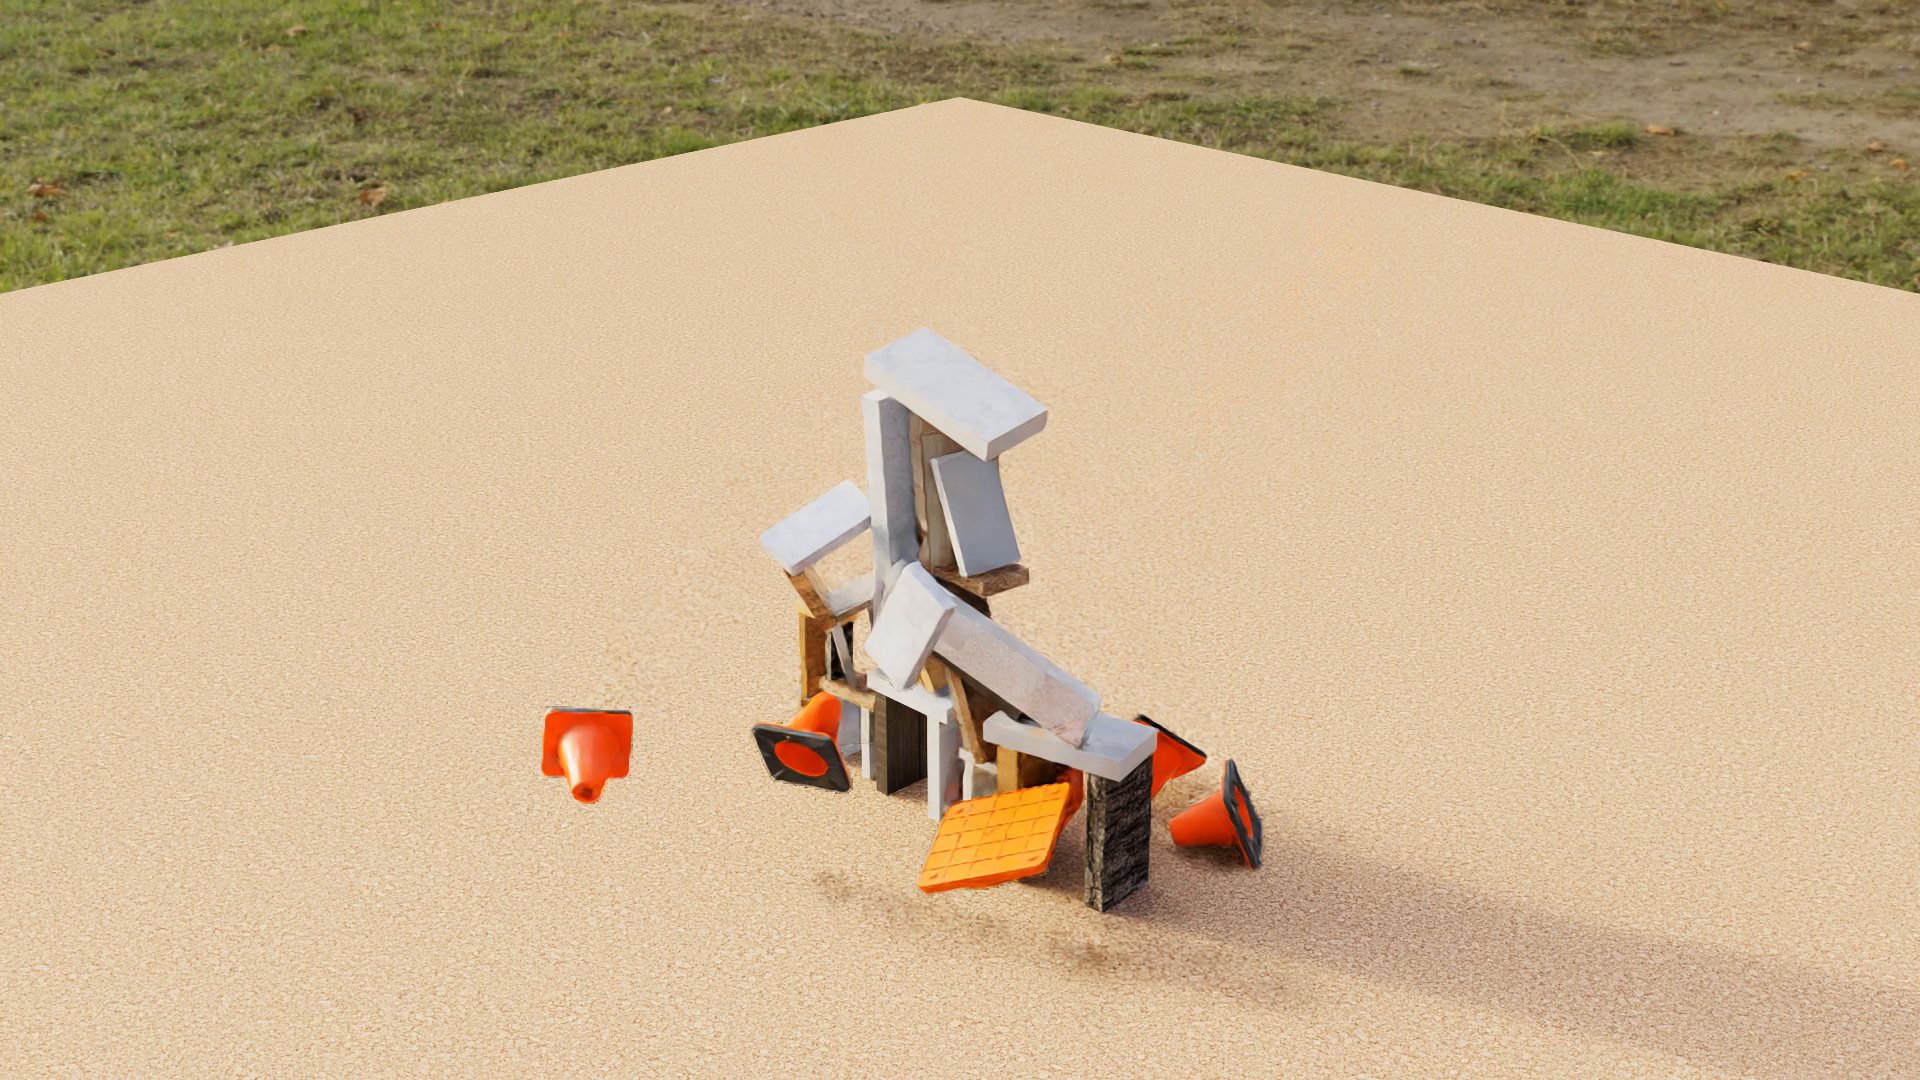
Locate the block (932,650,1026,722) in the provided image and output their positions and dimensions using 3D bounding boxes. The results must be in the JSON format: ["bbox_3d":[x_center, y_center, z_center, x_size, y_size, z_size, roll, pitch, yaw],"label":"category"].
[{"bbox_3d":[0.062,0.247,4.168,0.215,0.030,0.108,38,42,19],"label":"block"}]

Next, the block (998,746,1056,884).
[{"bbox_3d":[0.129,0.496,4.215,0.041,0.291,0.145,14,28,29],"label":"block"}]

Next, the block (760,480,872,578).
[{"bbox_3d":[-0.269,-0.024,4.245,0.214,0.030,0.107,-33,53,-20],"label":"block"}]

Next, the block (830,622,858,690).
[{"bbox_3d":[-0.244,0.215,4.502,0.019,0.208,0.066,-18,47,-6],"label":"block"}]

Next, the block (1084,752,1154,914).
[{"bbox_3d":[0.298,0.538,4.120,0.041,0.291,0.145,19,29,37],"label":"block"}]

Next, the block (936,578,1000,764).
[{"bbox_3d":[0.032,0.243,4.276,0.108,0.367,0.030,-18,5,-34],"label":"block"}]

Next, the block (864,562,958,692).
[{"bbox_3d":[-0.093,0.159,4.031,0.033,0.230,0.115,-21,60,-42],"label":"block"}]

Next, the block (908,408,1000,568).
[{"bbox_3d":[-0.006,-0.120,4.194,0.162,0.323,0.046,-13,22,-23],"label":"block"}]

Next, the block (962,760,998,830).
[{"bbox_3d":[0.042,0.495,4.388,0.079,0.157,0.022,-23,36,-39],"label":"block"}]

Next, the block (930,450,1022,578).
[{"bbox_3d":[0.029,-0.057,4.148,0.115,0.230,0.033,-17,6,-22],"label":"block"}]

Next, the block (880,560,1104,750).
[{"bbox_3d":[0.053,0.210,4.070,0.476,0.115,0.033,34,41,21],"label":"block"}]

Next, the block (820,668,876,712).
[{"bbox_3d":[-0.208,0.310,4.584,0.163,0.023,0.081,21,30,40],"label":"block"}]

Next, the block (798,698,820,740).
[{"bbox_3d":[-0.325,0.377,4.744,0.014,0.101,0.050,21,31,41],"label":"block"}]

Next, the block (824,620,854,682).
[{"bbox_3d":[-0.252,0.225,4.588,0.018,0.129,0.064,24,32,38],"label":"block"}]

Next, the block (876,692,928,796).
[{"bbox_3d":[-0.120,0.400,4.524,0.115,0.230,0.033,-21,31,-40],"label":"block"}]

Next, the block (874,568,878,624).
[{"bbox_3d":[-0.121,0.048,4.369,0.107,0.257,0.030,-24,38,-37],"label":"block"}]

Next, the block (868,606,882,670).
[{"bbox_3d":[-0.145,0.191,4.468,0.066,0.131,0.019,-21,15,-40],"label":"block"}]

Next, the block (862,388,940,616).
[{"bbox_3d":[-0.100,-0.080,4.256,0.046,0.467,0.162,20,33,40],"label":"block"}]

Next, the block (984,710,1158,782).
[{"bbox_3d":[0.206,0.363,4.103,0.291,0.041,0.145,14,28,30],"label":"block"}]

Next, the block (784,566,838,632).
[{"bbox_3d":[-0.305,0.076,4.325,0.030,0.214,0.107,-24,49,4],"label":"block"}]

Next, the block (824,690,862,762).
[{"bbox_3d":[-0.246,0.381,4.655,0.023,0.163,0.081,20,30,40],"label":"block"}]

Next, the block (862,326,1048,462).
[{"bbox_3d":[-0.010,-0.275,4.096,0.323,0.046,0.162,36,48,28],"label":"block"}]

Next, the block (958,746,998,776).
[{"bbox_3d":[0.082,0.429,4.312,0.157,0.022,0.079,21,32,40],"label":"block"}]

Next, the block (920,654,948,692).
[{"bbox_3d":[-0.059,0.220,4.381,0.075,0.149,0.021,-26,6,-40],"label":"block"}]

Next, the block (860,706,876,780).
[{"bbox_3d":[-0.168,0.410,4.586,0.023,0.163,0.081,21,31,41],"label":"block"}]

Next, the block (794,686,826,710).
[{"bbox_3d":[-0.302,0.333,4.700,0.101,0.014,0.050,21,31,41],"label":"block"}]

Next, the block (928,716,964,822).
[{"bbox_3d":[-0.012,0.442,4.423,0.115,0.230,0.033,-21,31,-40],"label":"block"}]

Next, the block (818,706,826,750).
[{"bbox_3d":[-0.278,0.395,4.700,0.014,0.101,0.050,21,31,41],"label":"block"}]

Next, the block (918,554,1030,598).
[{"bbox_3d":[0.025,0.053,4.232,0.108,0.030,0.215,-17,25,-32],"label":"block"}]

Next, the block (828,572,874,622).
[{"bbox_3d":[-0.225,0.121,4.418,0.131,0.019,0.066,-26,47,-2],"label":"block"}]

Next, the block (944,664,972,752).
[{"bbox_3d":[0.016,0.292,4.314,0.021,0.233,0.075,-2,16,46],"label":"block"}]

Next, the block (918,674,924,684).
[{"bbox_3d":[-0.075,0.238,4.408,0.047,0.094,0.013,-21,8,-40],"label":"block"}]

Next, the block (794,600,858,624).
[{"bbox_3d":[-0.279,0.146,4.586,0.064,0.018,0.129,-21,30,-40],"label":"block"}]

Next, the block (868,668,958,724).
[{"bbox_3d":[-0.066,0.300,4.422,0.115,0.033,0.230,-21,31,-40],"label":"block"}]

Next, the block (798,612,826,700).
[{"bbox_3d":[-0.308,0.235,4.656,0.018,0.200,0.064,21,31,40],"label":"block"}]
